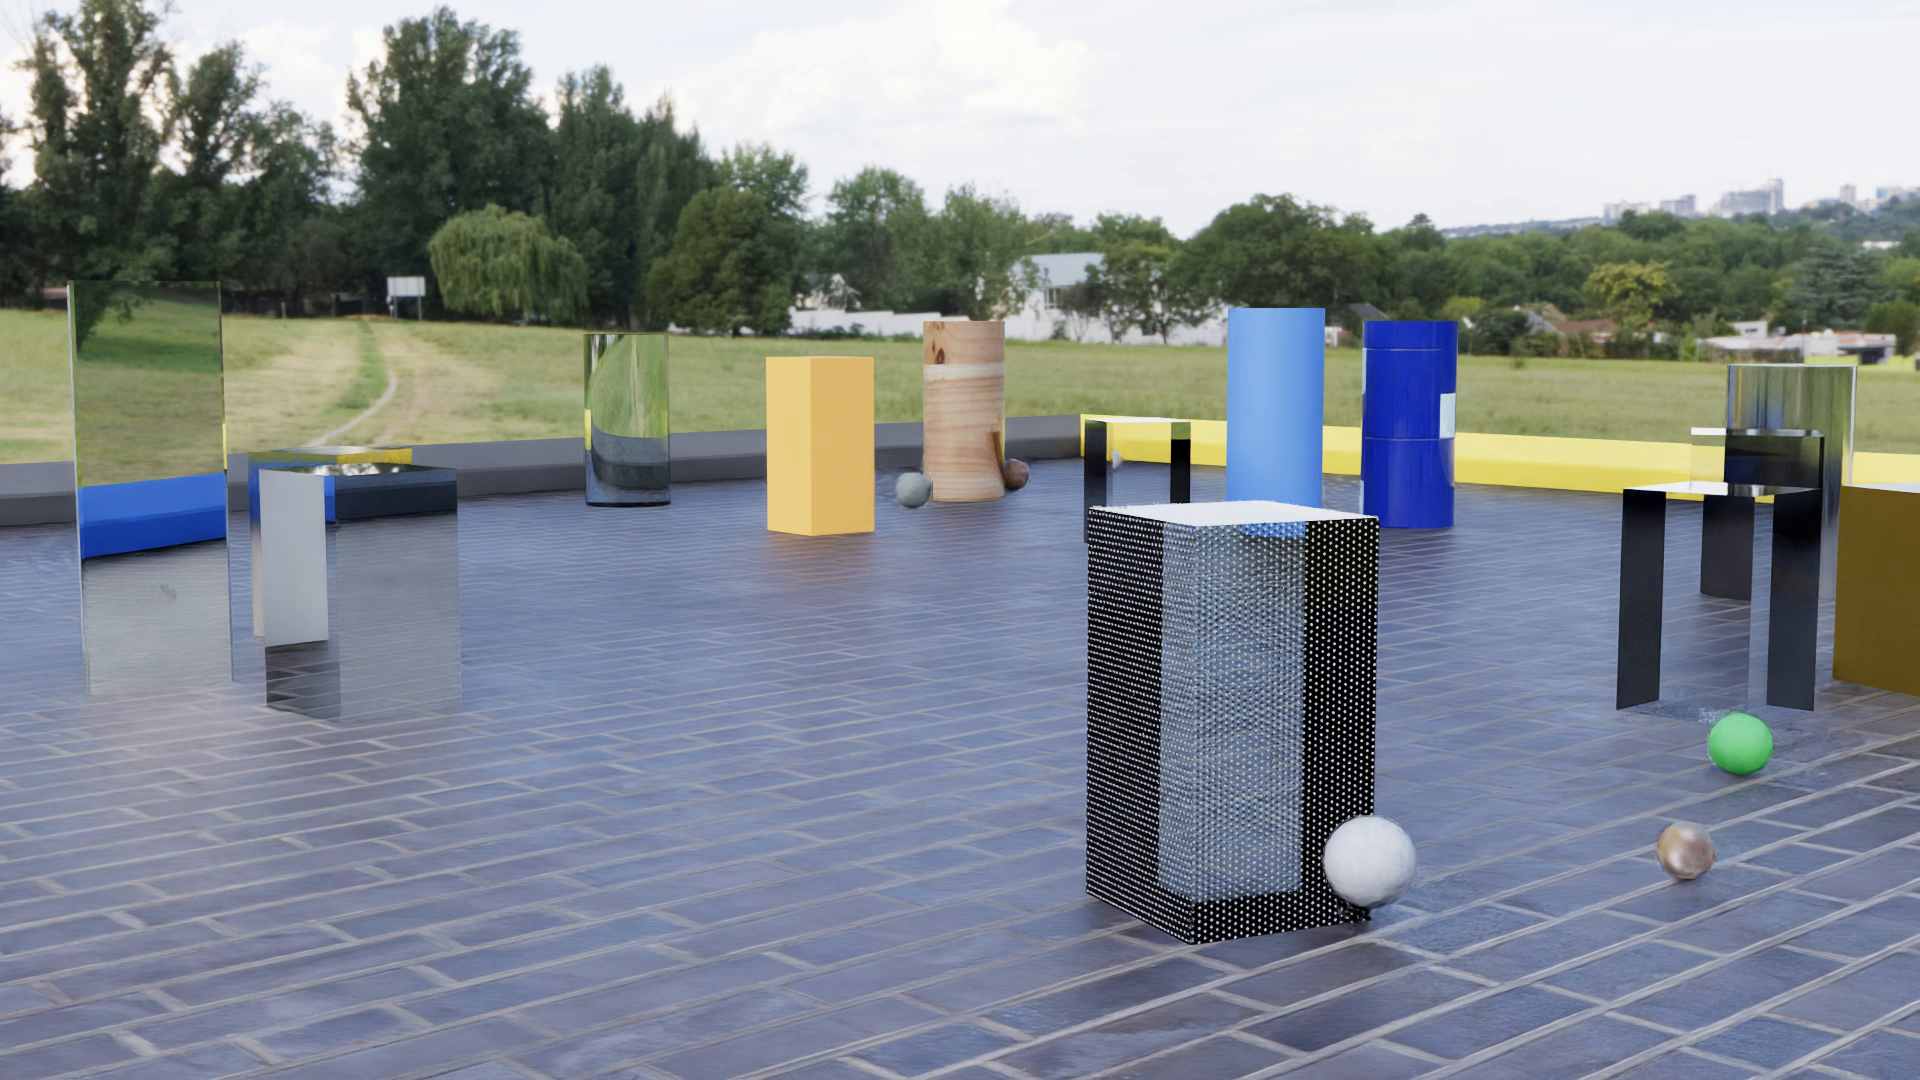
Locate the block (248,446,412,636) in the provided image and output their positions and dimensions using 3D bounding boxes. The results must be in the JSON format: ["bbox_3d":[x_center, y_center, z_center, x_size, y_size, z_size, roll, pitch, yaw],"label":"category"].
[{"bbox_3d":[-0.864,0.002,3.030,0.154,0.251,0.154,3,7,24],"label":"block"}]

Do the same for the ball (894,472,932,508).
[{"bbox_3d":[-0.105,-0.111,4.905,0.083,0.083,0.083,0,6,0],"label":"ball"}]

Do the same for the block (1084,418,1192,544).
[{"bbox_3d":[0.332,-0.107,4.136,0.154,0.237,0.154,-2,6,-17],"label":"block"}]

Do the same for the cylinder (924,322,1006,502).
[{"bbox_3d":[0.010,-0.306,5.168,0.192,0.415,0.192,0,6,0],"label":"cylinder"}]

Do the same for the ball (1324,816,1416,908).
[{"bbox_3d":[0.291,0.228,1.562,0.065,0.065,0.065,0,6,0],"label":"ball"}]

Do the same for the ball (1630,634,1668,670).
[{"bbox_3d":[0.852,0.138,2.722,0.045,0.045,0.045,0,6,0],"label":"ball"}]

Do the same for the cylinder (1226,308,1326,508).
[{"bbox_3d":[0.633,-0.242,4.419,0.192,0.445,0.192,0,6,0],"label":"cylinder"}]

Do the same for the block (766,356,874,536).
[{"bbox_3d":[-0.280,-0.192,4.412,0.154,0.348,0.154,-5,8,-39],"label":"block"}]

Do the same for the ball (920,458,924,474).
[{"bbox_3d":[-0.073,-0.188,5.721,0.066,0.066,0.066,0,6,0],"label":"ball"}]

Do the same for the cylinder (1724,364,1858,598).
[{"bbox_3d":[1.304,-0.097,3.466,0.192,0.356,0.192,0,6,0],"label":"cylinder"}]

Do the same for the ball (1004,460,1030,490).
[{"bbox_3d":[0.128,-0.155,5.254,0.075,0.075,0.075,0,6,0],"label":"ball"}]

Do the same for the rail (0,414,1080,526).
[{"bbox_3d":[-1.485,-0.136,4.933,5.080,0.125,0.045,-6,8,-42],"label":"rail"}]

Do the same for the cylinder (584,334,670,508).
[{"bbox_3d":[-0.758,-0.275,5.011,0.192,0.387,0.192,0,6,0],"label":"cylinder"}]

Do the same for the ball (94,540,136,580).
[{"bbox_3d":[-1.390,0.034,3.620,0.064,0.064,0.064,0,6,0],"label":"ball"}]

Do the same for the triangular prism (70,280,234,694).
[{"bbox_3d":[-0.979,-0.069,2.629,0.166,0.476,0.144,-4,7,-31],"label":"triangular prism"}]

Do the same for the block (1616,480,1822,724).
[{"bbox_3d":[0.838,0.067,2.430,0.154,0.248,0.154,-6,8,-43],"label":"block"}]

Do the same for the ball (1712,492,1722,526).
[{"bbox_3d":[1.553,-0.060,4.414,0.085,0.085,0.085,0,6,0],"label":"ball"}]

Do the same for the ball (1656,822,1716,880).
[{"bbox_3d":[0.569,0.243,1.722,0.045,0.045,0.045,0,6,0],"label":"ball"}]

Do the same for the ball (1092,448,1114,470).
[{"bbox_3d":[0.397,-0.225,6.082,0.063,0.063,0.063,0,6,0],"label":"ball"}]

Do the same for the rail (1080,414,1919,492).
[{"bbox_3d":[1.849,-0.146,5.029,0.045,0.125,4.427,-6,8,-42],"label":"rail"}]

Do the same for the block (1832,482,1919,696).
[{"bbox_3d":[1.153,0.055,2.601,0.154,0.234,0.154,-2,6,-22],"label":"block"}]

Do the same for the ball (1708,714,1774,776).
[{"bbox_3d":[0.748,0.196,2.106,0.059,0.059,0.059,0,6,0],"label":"ball"}]

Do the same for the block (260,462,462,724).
[{"bbox_3d":[-0.669,0.054,2.458,0.154,0.267,0.154,6,8,42],"label":"block"}]

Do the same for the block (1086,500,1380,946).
[{"bbox_3d":[0.199,0.127,1.629,0.154,0.296,0.154,-3,7,-25],"label":"block"}]

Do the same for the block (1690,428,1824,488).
[{"bbox_3d":[1.003,0.008,2.786,0.154,0.290,0.154,2,6,18],"label":"block"}]

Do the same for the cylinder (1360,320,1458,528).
[{"bbox_3d":[0.926,-0.241,4.540,0.192,0.419,0.192,0,6,0],"label":"cylinder"}]
